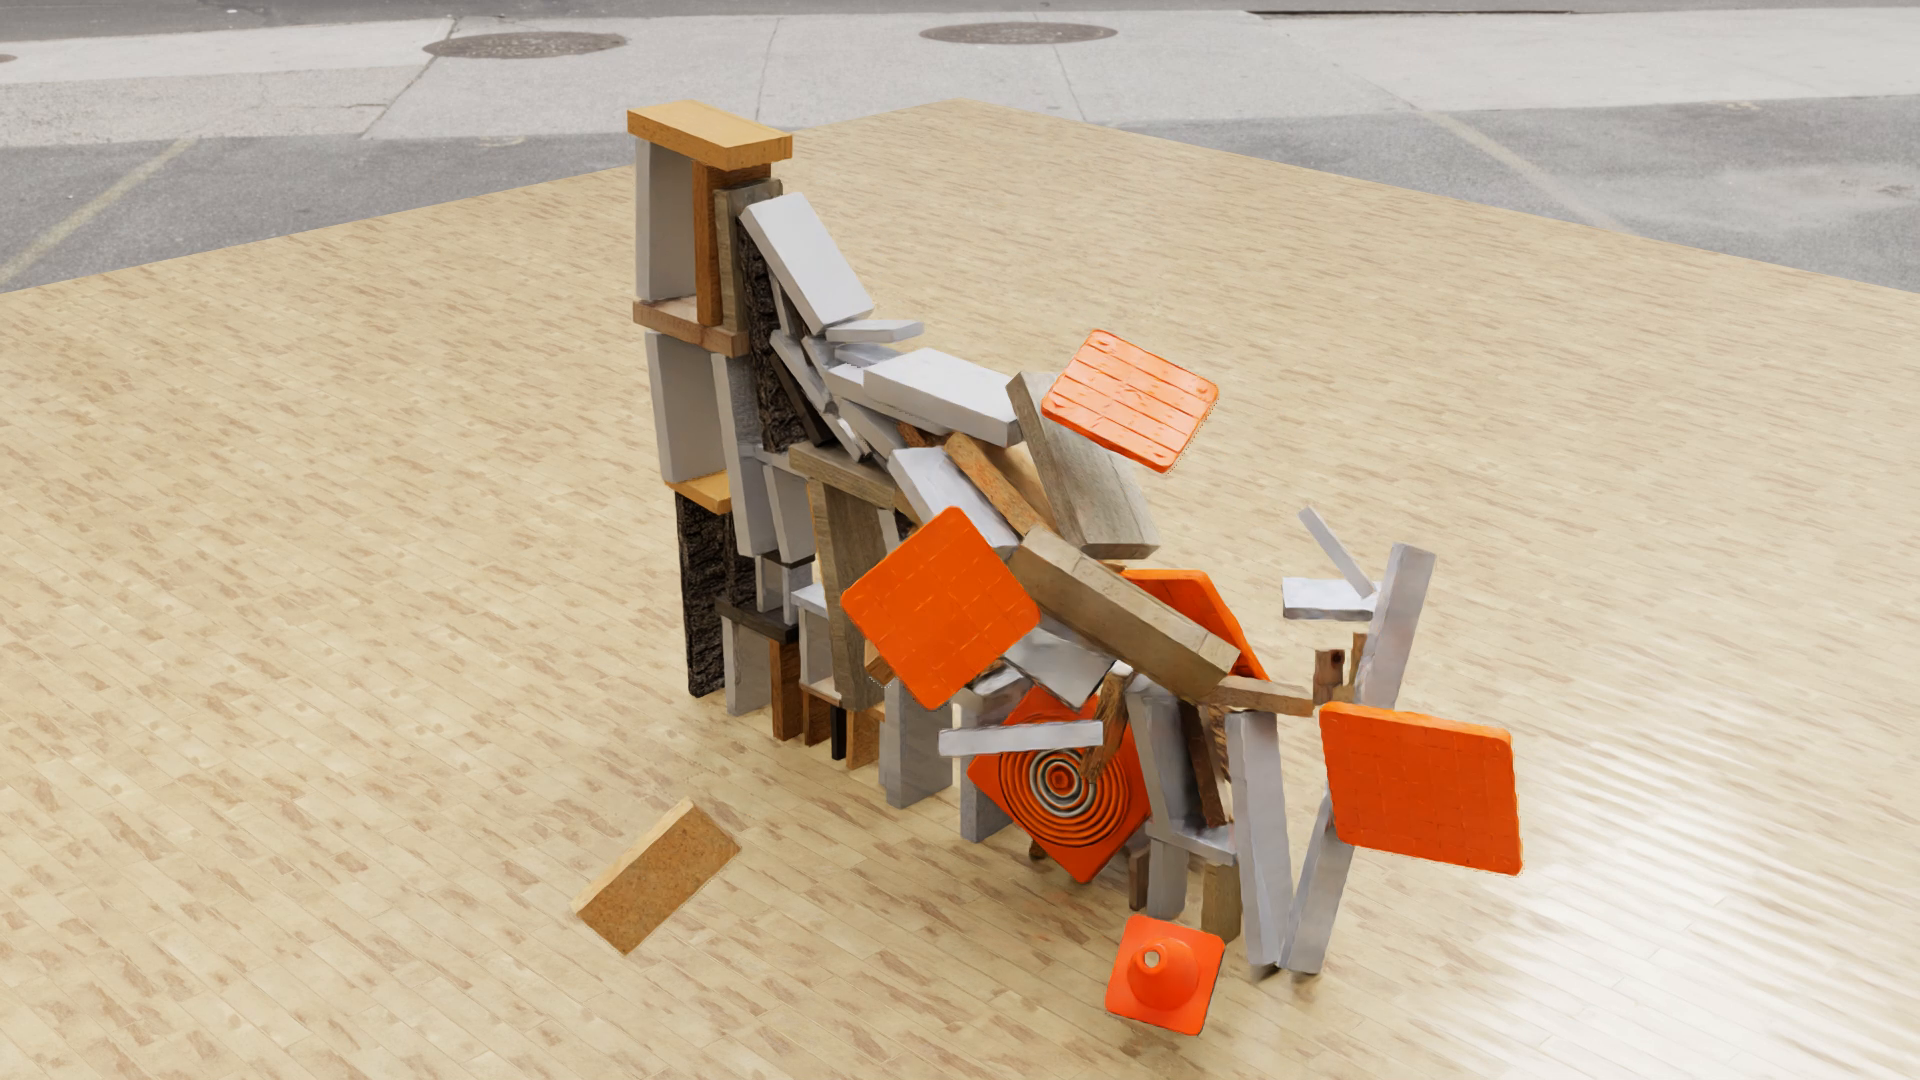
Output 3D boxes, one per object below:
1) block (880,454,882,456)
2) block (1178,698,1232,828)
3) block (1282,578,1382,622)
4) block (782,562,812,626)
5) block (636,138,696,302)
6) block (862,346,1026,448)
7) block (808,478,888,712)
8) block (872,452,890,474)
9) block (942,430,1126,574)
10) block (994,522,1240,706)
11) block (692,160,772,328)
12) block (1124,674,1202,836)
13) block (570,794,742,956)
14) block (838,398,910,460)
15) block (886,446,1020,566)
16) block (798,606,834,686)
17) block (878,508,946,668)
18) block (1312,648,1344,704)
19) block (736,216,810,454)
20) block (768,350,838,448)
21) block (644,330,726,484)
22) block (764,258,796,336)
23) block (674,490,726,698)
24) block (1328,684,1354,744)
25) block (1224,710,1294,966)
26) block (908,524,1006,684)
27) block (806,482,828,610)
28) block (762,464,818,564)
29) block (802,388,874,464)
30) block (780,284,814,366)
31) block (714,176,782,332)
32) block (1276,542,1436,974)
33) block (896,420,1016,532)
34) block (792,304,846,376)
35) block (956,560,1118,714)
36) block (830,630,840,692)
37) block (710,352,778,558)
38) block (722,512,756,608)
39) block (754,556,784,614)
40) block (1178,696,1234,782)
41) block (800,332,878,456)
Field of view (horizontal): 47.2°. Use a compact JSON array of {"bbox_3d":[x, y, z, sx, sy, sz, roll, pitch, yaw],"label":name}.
[{"bbox_3d":[-0.099,-0.149,4.250,0.054,0.015,0.108,-21,49,-39],"label":"block"},{"bbox_3d":[0.443,0.392,3.980,0.033,0.234,0.117,-14,4,13],"label":"block"},{"bbox_3d":[0.689,0.111,4.066,0.183,0.026,0.091,2,36,4],"label":"block"},{"bbox_3d":[-0.342,0.108,4.644,0.067,0.133,0.019,-21,30,-40],"label":"block"},{"bbox_3d":[-0.596,-0.676,4.590,0.166,0.332,0.047,-16,27,-42],"label":"block"},{"bbox_3d":[0.009,-0.265,4.041,0.352,0.050,0.176,23,32,36],"label":"block"},{"bbox_3d":[-0.199,0.093,4.475,0.159,0.488,0.045,-21,20,-40],"label":"block"},{"bbox_3d":[-0.149,-0.177,4.292,0.054,0.015,0.108,-18,56,-38],"label":"block"},{"bbox_3d":[0.134,-0.060,3.976,0.352,0.050,0.176,49,21,26],"label":"block"},{"bbox_3d":[0.267,0.130,3.776,0.411,0.174,0.049,32,63,-1],"label":"block"},{"bbox_3d":[-0.458,-0.612,4.458,0.166,0.332,0.047,-21,32,-40],"label":"block"},{"bbox_3d":[0.364,0.373,3.943,0.033,0.298,0.117,2,28,34],"label":"block"},{"bbox_3d":[-0.516,0.570,3.734,0.267,0.134,0.038,-43,34,-3],"label":"block"},{"bbox_3d":[-0.079,-0.188,4.209,0.149,0.042,0.298,-25,59,-41],"label":"block"},{"bbox_3d":[-0.013,-0.064,3.939,0.134,0.038,0.267,-6,46,-33],"label":"block"},{"bbox_3d":[-0.302,0.211,4.648,0.079,0.180,0.022,-21,30,-40],"label":"block"},{"bbox_3d":[-0.055,0.072,4.311,0.159,0.319,0.045,-22,14,-41],"label":"block"},{"bbox_3d":[0.660,0.244,3.942,0.050,0.101,0.014,-2,15,-17],"label":"block"},{"bbox_3d":[-0.358,-0.427,4.458,0.143,0.483,0.040,-20,23,-39],"label":"block"},{"bbox_3d":[-0.291,-0.295,4.423,0.105,0.210,0.030,-20,-12,-39],"label":"block"},{"bbox_3d":[-0.572,-0.298,4.683,0.163,0.326,0.046,-18,23,-36],"label":"block"},{"bbox_3d":[-0.332,-0.505,4.392,0.089,0.177,0.025,-19,10,-38],"label":"block"},{"bbox_3d":[-0.562,0.104,4.876,0.114,0.498,0.032,-22,30,-40],"label":"block"},{"bbox_3d":[0.672,0.308,3.875,0.014,0.101,0.050,13,-14,-17],"label":"block"},{"bbox_3d":[0.542,0.528,3.945,0.033,0.447,0.117,-7,-2,41],"label":"block"},{"bbox_3d":[0.011,0.101,4.246,0.045,0.317,0.158,-6,14,44],"label":"block"},{"bbox_3d":[-0.244,0.004,4.493,0.103,0.277,0.029,-21,19,-41],"label":"block"},{"bbox_3d":[-0.342,-0.066,4.569,0.029,0.207,0.104,3,19,45],"label":"block"},{"bbox_3d":[-0.214,-0.245,4.364,0.105,0.030,0.210,-16,57,-37],"label":"block"},{"bbox_3d":[-0.290,-0.440,4.370,0.089,0.177,0.025,-18,-2,-38],"label":"block"},{"bbox_3d":[-0.418,-0.576,4.435,0.143,0.285,0.040,-21,28,-40],"label":"block"},{"bbox_3d":[0.703,0.389,3.900,0.091,0.778,0.026,15,1,-38],"label":"block"},{"bbox_3d":[0.024,-0.135,4.131,0.149,0.042,0.298,-16,56,-36],"label":"block"},{"bbox_3d":[-0.271,-0.406,4.344,0.074,0.148,0.021,-20,0,-38],"label":"block"},{"bbox_3d":[0.122,0.138,3.928,0.347,0.049,0.174,35,78,12],"label":"block"},{"bbox_3d":[-0.229,0.232,4.572,0.079,0.158,0.022,-21,26,-40],"label":"block"},{"bbox_3d":[-0.412,-0.195,4.580,0.163,0.434,0.046,-21,23,-40],"label":"block"},{"bbox_3d":[-0.452,0.022,4.724,0.114,0.228,0.032,-21,31,-41],"label":"block"},{"bbox_3d":[-0.404,0.083,4.702,0.067,0.133,0.019,-21,31,-40],"label":"block"},{"bbox_3d":[0.448,0.345,4.144,0.234,0.033,0.117,35,58,-11],"label":"block"},{"bbox_3d":[-0.215,-0.291,4.288,0.074,0.264,0.021,-22,-13,-39],"label":"block"}]
